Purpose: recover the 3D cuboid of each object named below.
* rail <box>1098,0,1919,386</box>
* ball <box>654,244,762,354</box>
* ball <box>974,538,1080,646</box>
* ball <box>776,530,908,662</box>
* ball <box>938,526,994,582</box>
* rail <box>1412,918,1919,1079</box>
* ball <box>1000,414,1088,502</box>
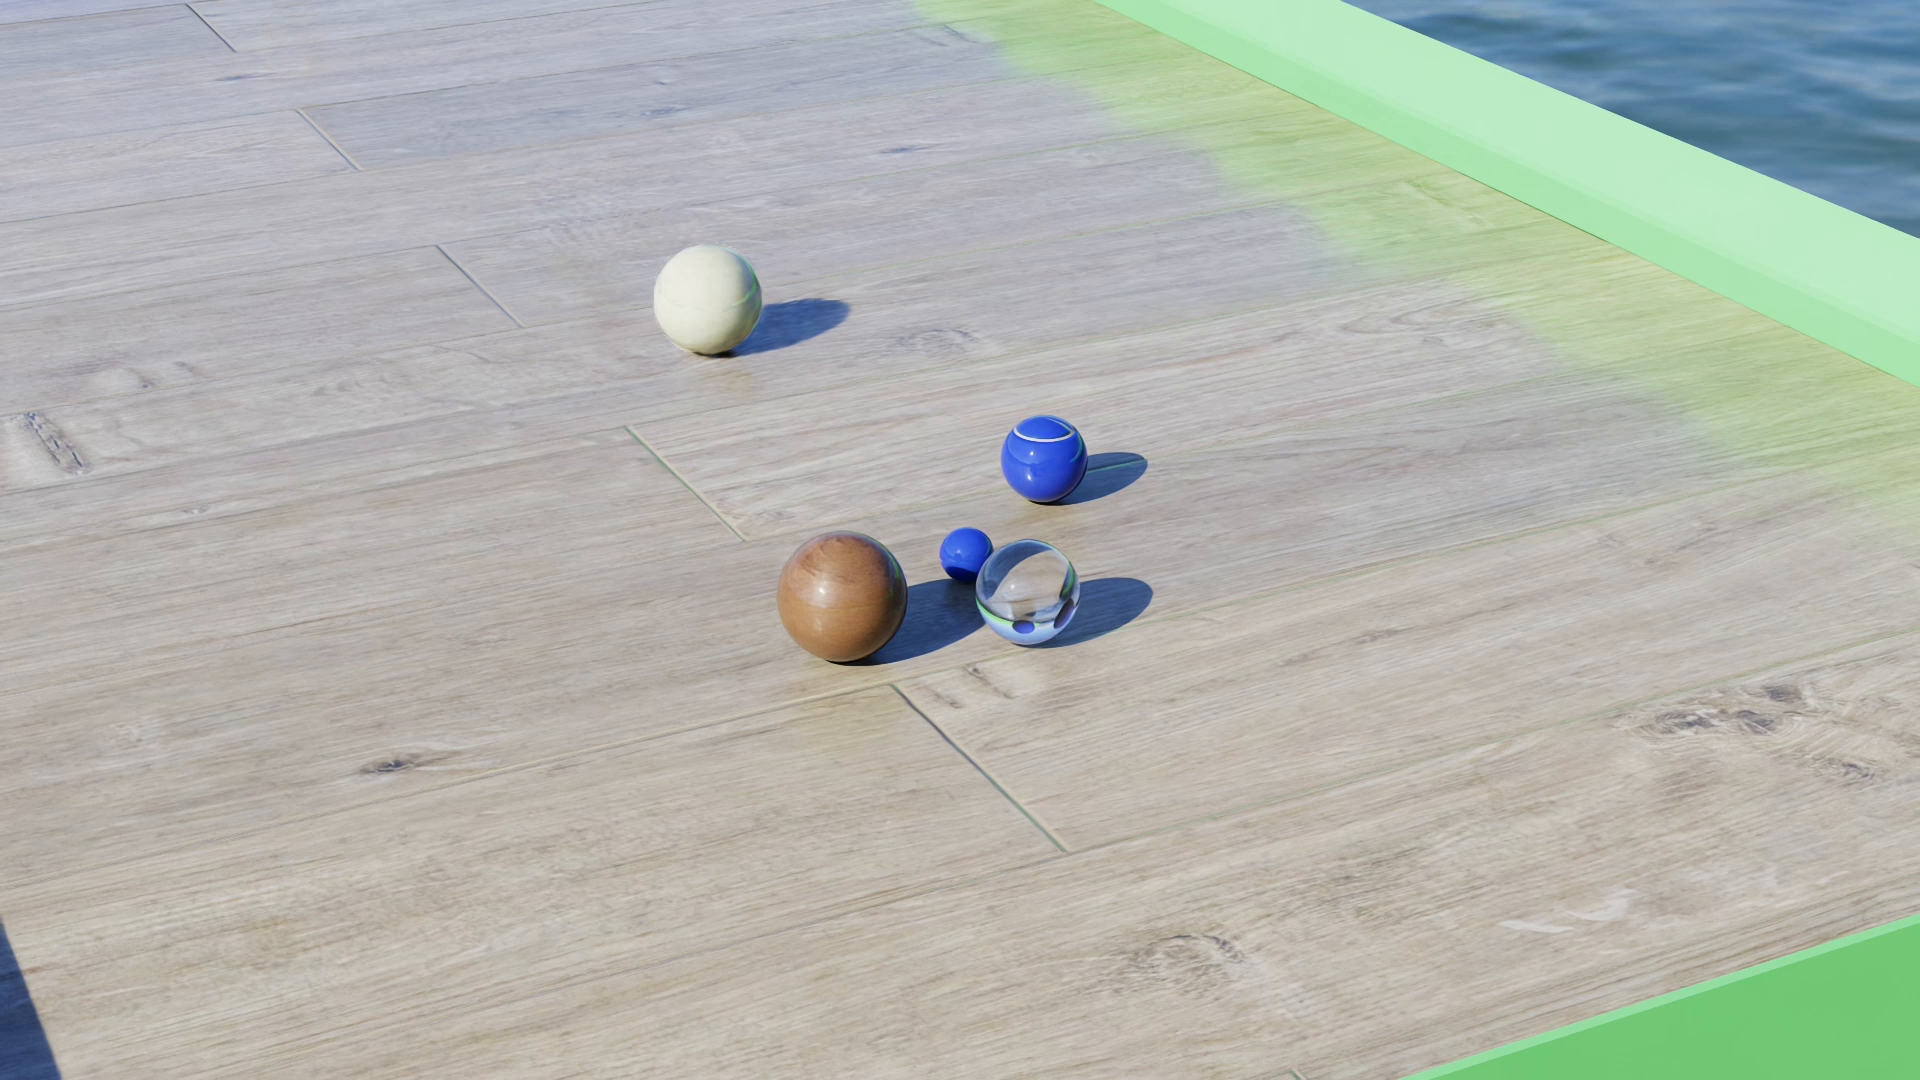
[{"bbox_3d":[0.415,-0.489,3.095,0.045,0.122,3.178,-12,28,-24],"label":"rail"},{"bbox_3d":[-0.216,-0.207,2.524,0.094,0.094,0.094,0,25,0],"label":"ball"},{"bbox_3d":[0.047,0.036,2.027,0.073,0.073,0.073,0,25,0],"label":"ball"},{"bbox_3d":[-0.080,0.038,2.002,0.090,0.090,0.090,0,25,0],"label":"ball"},{"bbox_3d":[0.005,0.011,2.121,0.040,0.040,0.040,0,25,0],"label":"ball"},{"bbox_3d":[0.347,0.265,1.475,1.779,0.122,0.045,-12,28,-24],"label":"rail"},{"bbox_3d":[0.064,-0.062,2.244,0.067,0.067,0.067,0,25,0],"label":"ball"}]
